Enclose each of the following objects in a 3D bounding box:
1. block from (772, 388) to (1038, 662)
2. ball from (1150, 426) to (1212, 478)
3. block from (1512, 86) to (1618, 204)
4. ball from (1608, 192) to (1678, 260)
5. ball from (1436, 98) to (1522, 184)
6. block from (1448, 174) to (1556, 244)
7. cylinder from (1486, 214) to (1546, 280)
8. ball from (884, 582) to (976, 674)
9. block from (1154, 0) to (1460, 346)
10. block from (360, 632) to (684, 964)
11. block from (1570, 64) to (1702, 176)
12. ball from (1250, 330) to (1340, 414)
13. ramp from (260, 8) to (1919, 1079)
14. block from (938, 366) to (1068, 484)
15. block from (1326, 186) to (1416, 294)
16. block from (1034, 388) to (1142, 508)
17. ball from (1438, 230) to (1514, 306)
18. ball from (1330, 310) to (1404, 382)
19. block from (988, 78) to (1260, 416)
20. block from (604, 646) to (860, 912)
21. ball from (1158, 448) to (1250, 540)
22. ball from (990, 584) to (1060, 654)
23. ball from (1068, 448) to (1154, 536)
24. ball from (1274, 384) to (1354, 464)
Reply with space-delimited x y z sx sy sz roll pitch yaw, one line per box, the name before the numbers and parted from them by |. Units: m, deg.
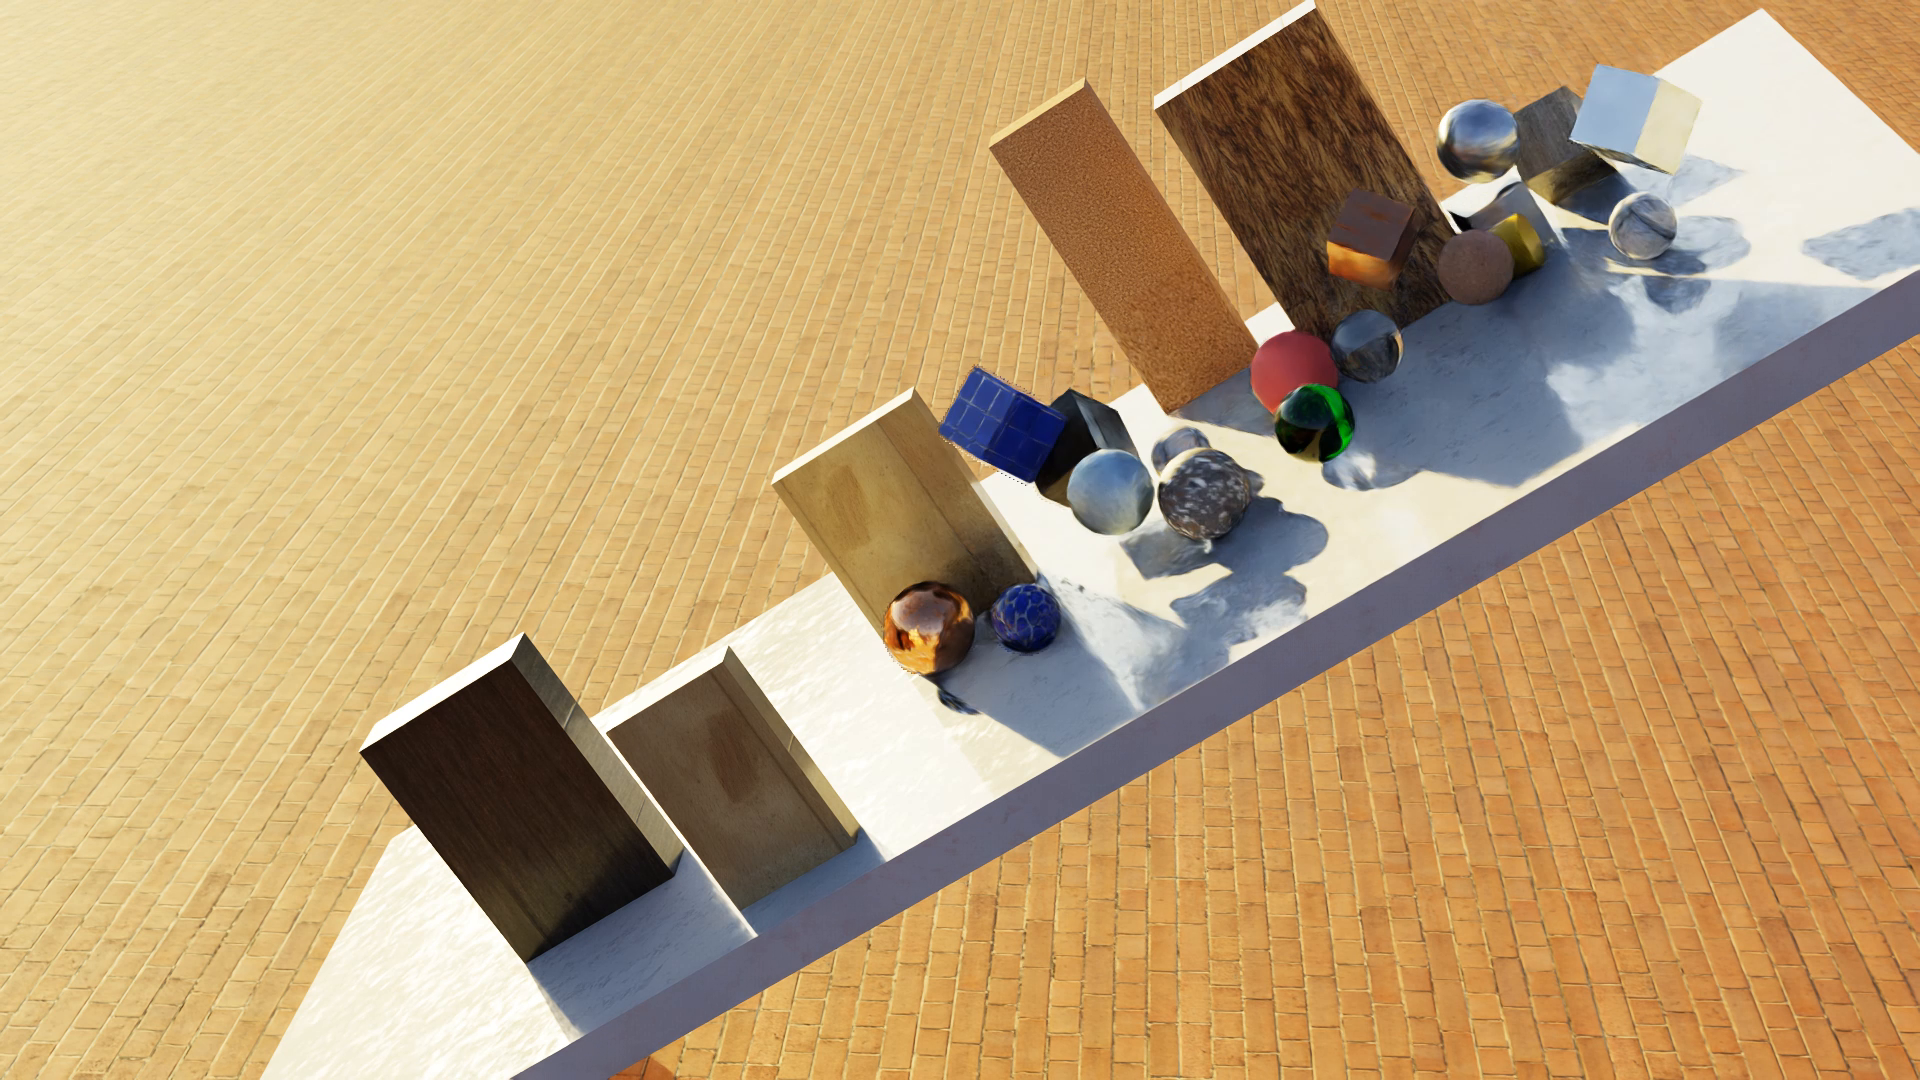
block | -0.116 -0.029 6.322 0.360 0.487 0.081 -31 15 14
ball | 0.469 -0.177 6.209 0.132 0.132 0.132 0 20 0
block | 1.289 -0.849 6.334 0.160 0.160 0.160 -27 -26 27
ball | 1.326 -0.609 5.710 0.130 0.130 0.130 0 20 0
ball | 1.095 -0.841 6.215 0.180 0.180 0.180 0 20 0
block | 1.152 -0.675 6.257 0.142 0.142 0.142 -34 15 2
cylinder | 1.133 -0.598 6.107 0.120 0.120 0.120 -27 8 27
ball | -0.063 0.182 6.129 0.192 0.192 0.192 0 20 0
block | 0.763 -0.748 6.255 0.393 0.689 0.128 -31 15 14
block | -0.903 0.538 6.095 0.389 0.574 0.142 -31 15 14
block | 1.285 -0.799 5.591 0.151 0.151 0.151 14 8 -45
ball | 0.698 -0.345 6.135 0.185 0.185 0.185 0 20 0
ramp | 0.139 0.171 6.297 4.000 0.100 2.000 -31 15 14
block | 0.090 -0.239 6.118 0.159 0.159 0.159 25 6 -41
block | 0.814 -0.592 5.814 0.130 0.130 0.130 21 71 18
block | 0.256 -0.186 6.282 0.169 0.169 0.169 22 36 -46
ball | 1.051 -0.556 5.996 0.155 0.155 0.155 0 20 0
ball | 0.839 -0.400 6.063 0.151 0.151 0.151 0 20 0
block | 0.379 -0.666 6.710 0.254 0.747 0.111 -31 15 14
block | -0.430 0.455 5.595 0.273 0.443 0.084 -31 15 14
ball | 0.482 -0.091 5.822 0.183 0.183 0.183 0 20 0
ball | 0.132 0.156 5.893 0.140 0.140 0.140 0 20 0
ball | 0.298 -0.094 5.820 0.173 0.173 0.173 0 20 0
ball | 0.701 -0.230 5.825 0.159 0.159 0.159 0 20 0
